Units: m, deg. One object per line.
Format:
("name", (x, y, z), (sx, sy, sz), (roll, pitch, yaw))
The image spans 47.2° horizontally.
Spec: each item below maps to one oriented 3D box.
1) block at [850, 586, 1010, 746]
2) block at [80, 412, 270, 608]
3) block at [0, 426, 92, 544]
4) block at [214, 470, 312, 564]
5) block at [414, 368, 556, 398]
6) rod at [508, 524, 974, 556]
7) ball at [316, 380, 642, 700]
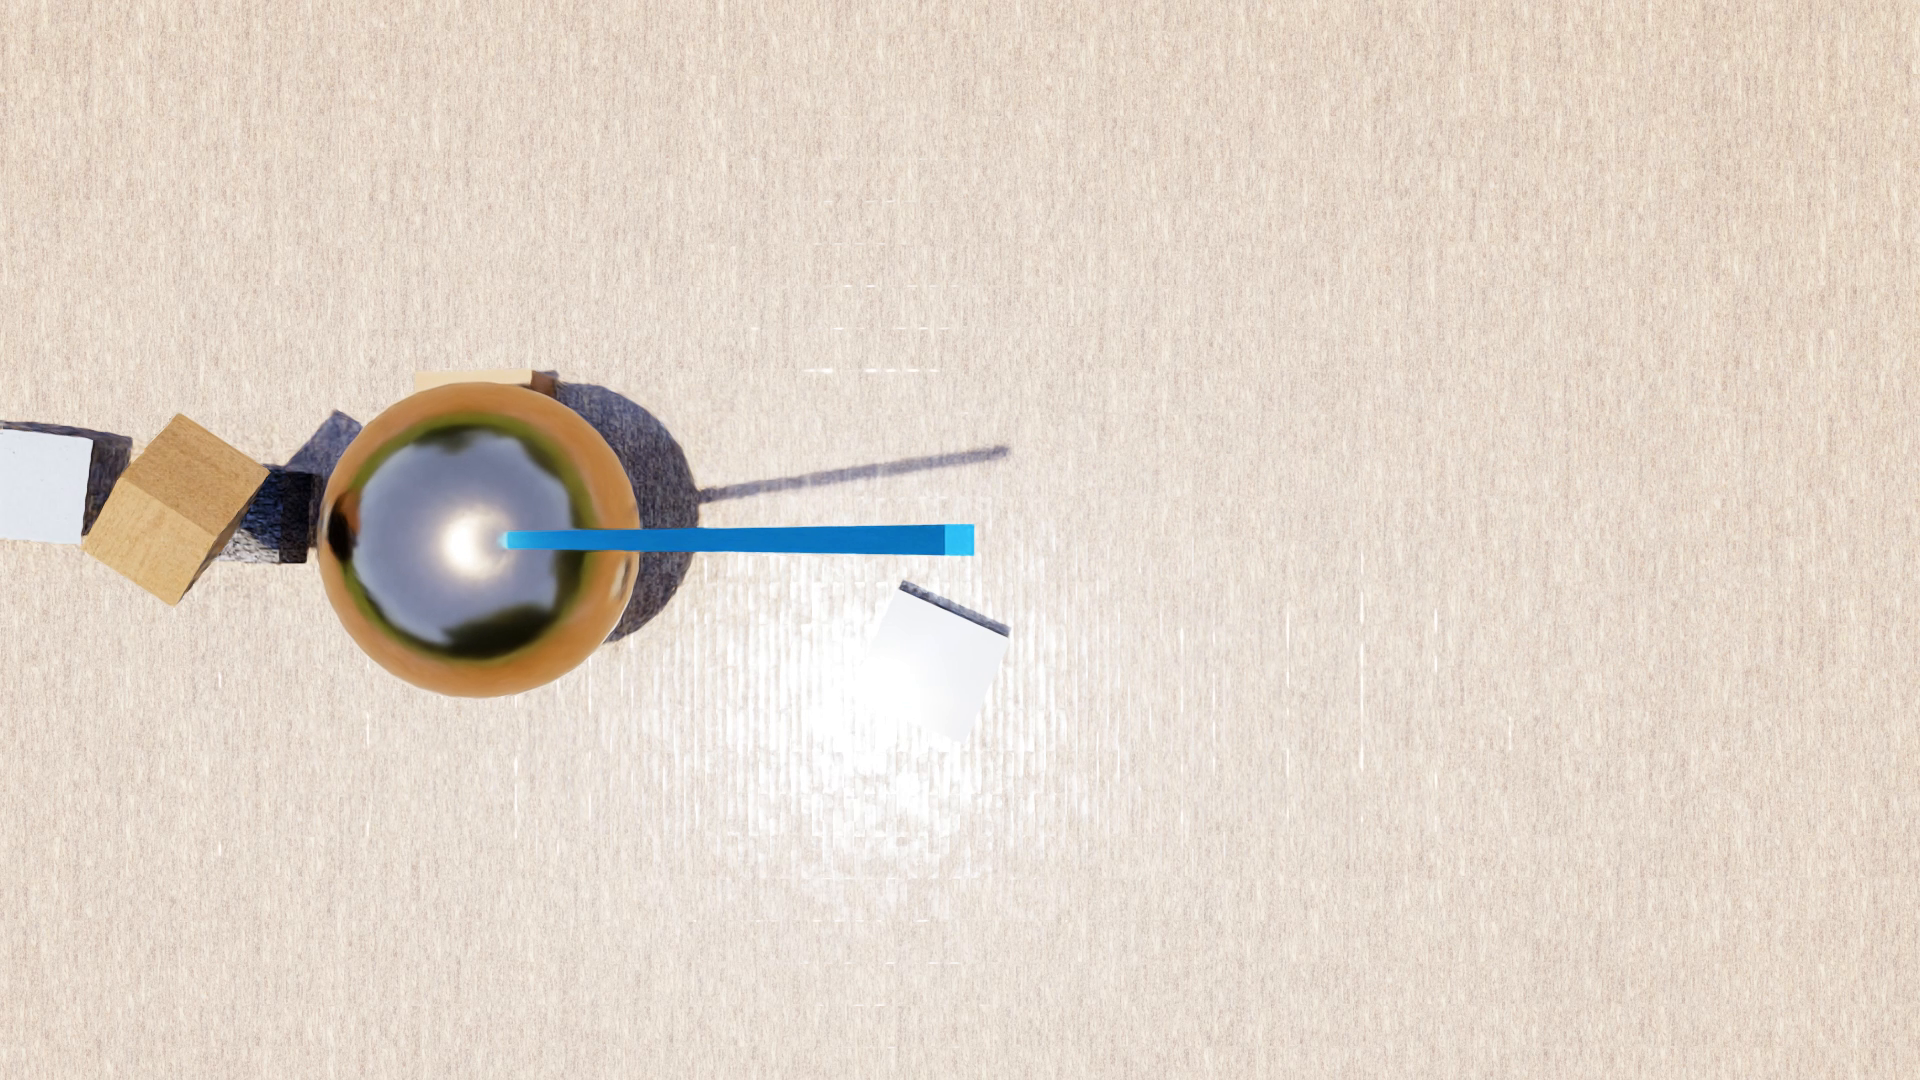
("block", (-0.168, 0.715, 12.693), (0.706, 0.615, 0.652), (24, 90, 0))
("block", (-3.776, -0.145, 10.606), (0.511, 0.566, 0.561), (35, 126, -11))
("block", (-5.377, -0.330, 12.536), (0.597, 0.659, 0.603), (7, 92, -36))
("block", (-4.138, -0.146, 12.738), (0.577, 0.523, 0.536), (4, 90, 0))
("block", (-2.714, -0.609, 12.648), (0.655, 0.704, 0.677), (-2, 90, 0))
("rod", (-1.043, 0.000, 7.940), (0.080, 5.200, 0.080), (0, 90, -24))
("ball", (-2.407, 0.000, 11.055), (1.600, 1.600, 1.600), (0, 90, 0))
